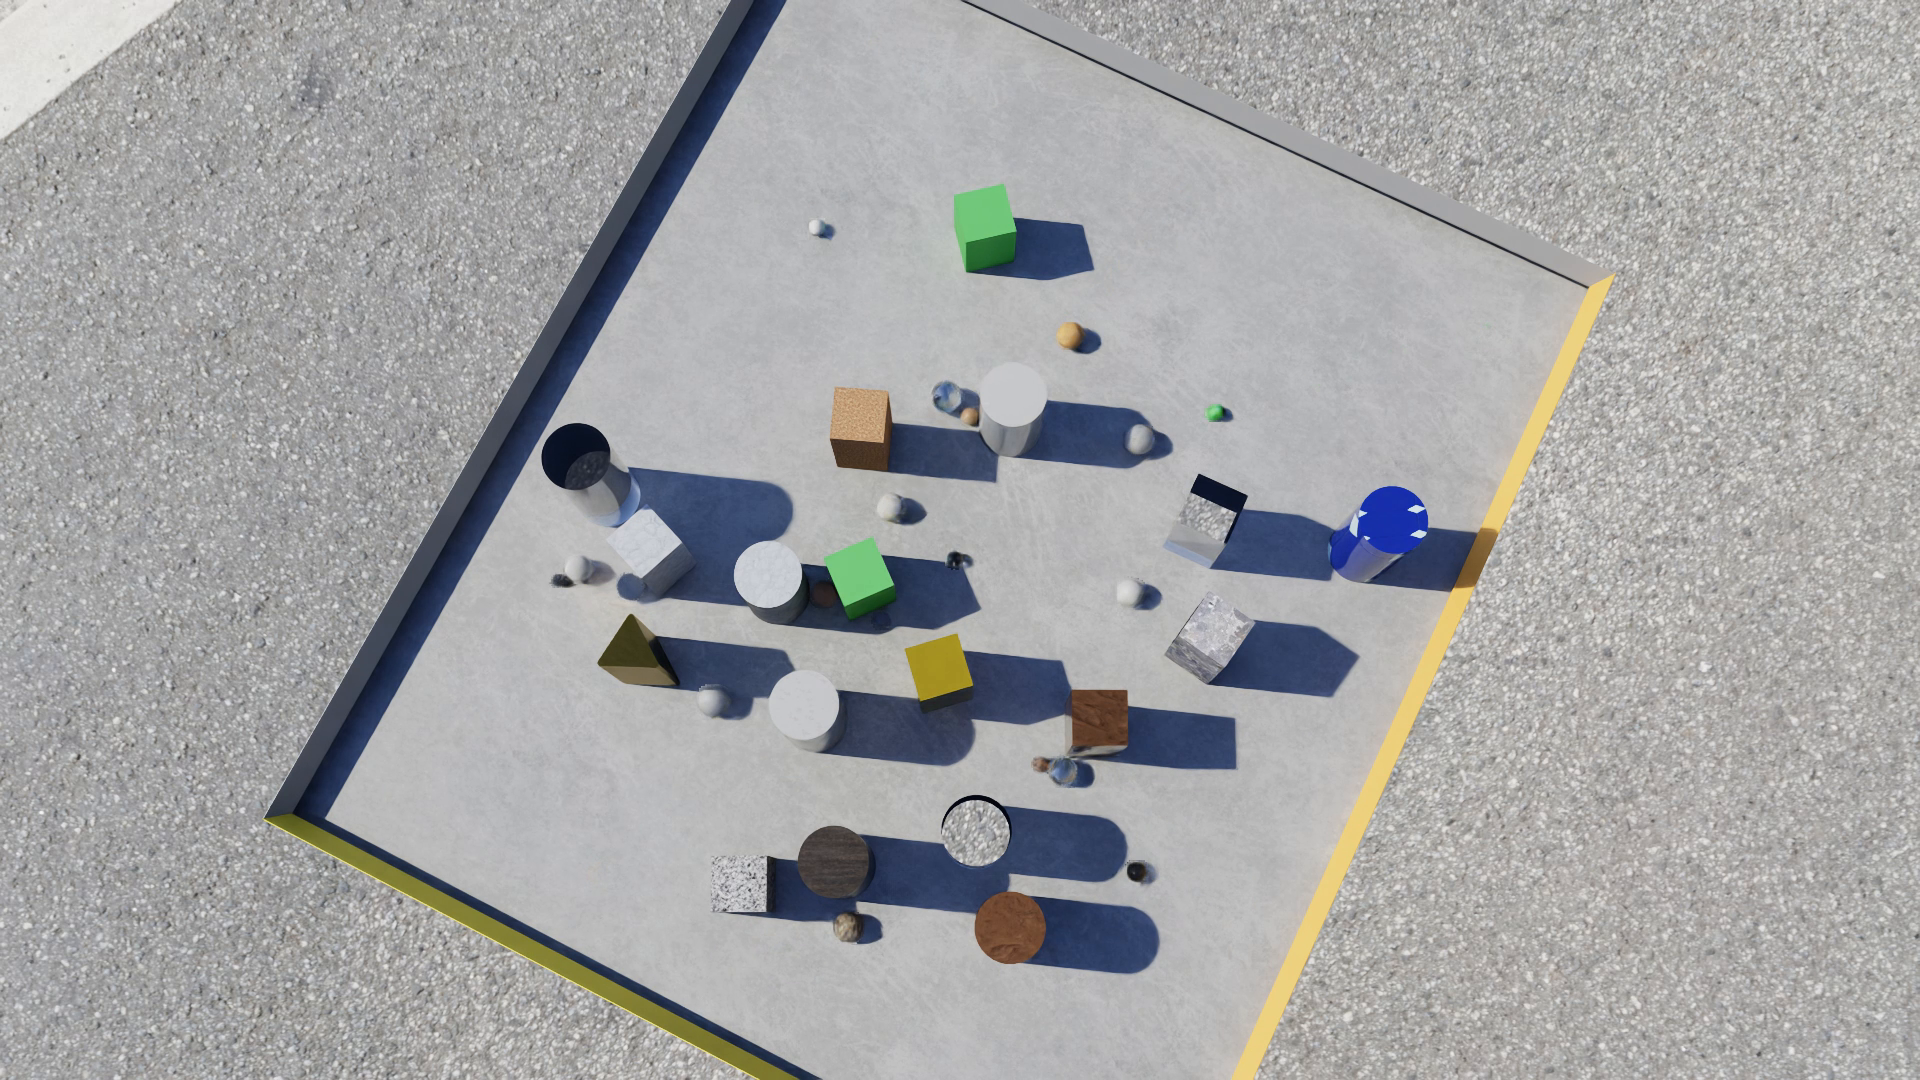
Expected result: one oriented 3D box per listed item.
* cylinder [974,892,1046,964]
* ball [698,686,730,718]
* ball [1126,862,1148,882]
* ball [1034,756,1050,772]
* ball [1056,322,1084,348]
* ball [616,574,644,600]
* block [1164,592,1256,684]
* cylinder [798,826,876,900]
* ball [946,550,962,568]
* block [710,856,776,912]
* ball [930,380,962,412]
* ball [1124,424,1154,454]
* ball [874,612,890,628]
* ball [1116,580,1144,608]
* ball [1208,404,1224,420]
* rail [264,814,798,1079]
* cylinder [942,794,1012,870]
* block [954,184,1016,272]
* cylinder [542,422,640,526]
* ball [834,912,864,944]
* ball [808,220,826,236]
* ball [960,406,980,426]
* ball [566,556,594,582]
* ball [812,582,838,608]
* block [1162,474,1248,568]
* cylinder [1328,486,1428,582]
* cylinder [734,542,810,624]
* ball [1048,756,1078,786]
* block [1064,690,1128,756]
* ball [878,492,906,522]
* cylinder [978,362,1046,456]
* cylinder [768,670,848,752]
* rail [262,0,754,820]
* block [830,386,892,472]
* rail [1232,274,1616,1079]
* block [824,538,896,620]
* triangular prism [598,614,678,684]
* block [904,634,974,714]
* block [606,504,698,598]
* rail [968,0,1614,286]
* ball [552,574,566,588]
[{"bbox_3d":[0.138,1.100,5.205,0.196,0.361,0.196,0,78,0],"label":"cylinder"},{"bbox_3d":[-0.734,0.481,5.468,0.096,0.096,0.096,0,78,0],"label":"ball"},{"bbox_3d":[0.519,0.975,5.384,0.061,0.061,0.061,0,78,0],"label":"ball"},{"bbox_3d":[0.244,0.668,5.453,0.049,0.049,0.049,0,78,0],"label":"ball"},{"bbox_3d":[0.344,-0.638,5.705,0.086,0.086,0.086,0,78,0],"label":"ball"},{"bbox_3d":[-0.997,0.142,5.545,0.082,0.082,0.082,0,78,0],"label":"ball"},{"bbox_3d":[0.725,0.290,5.358,0.157,0.388,0.157,35,80,7],"label":"block"},{"bbox_3d":[-0.347,0.922,5.217,0.196,0.409,0.196,0,78,0],"label":"cylinder"},{"bbox_3d":[-0.017,0.058,5.579,0.051,0.051,0.051,0,78,0],"label":"ball"},{"bbox_3d":[-0.624,0.994,5.285,0.157,0.246,0.157,-1,78,0],"label":"block"},{"bbox_3d":[-0.043,-0.442,5.658,0.098,0.098,0.098,0,78,0],"label":"ball"},{"bbox_3d":[0.551,-0.309,5.633,0.094,0.094,0.094,0,78,0],"label":"ball"},{"bbox_3d":[-0.235,0.242,5.540,0.052,0.052,0.052,0,78,0],"label":"ball"},{"bbox_3d":[0.516,0.161,5.540,0.086,0.086,0.086,0,78,0],"label":"ball"},{"bbox_3d":[0.792,-0.396,5.672,0.051,0.051,0.051,0,78,0],"label":"ball"},{"bbox_3d":[-0.728,1.433,5.254,2.877,0.127,0.045,26,80,5],"label":"rail"},{"bbox_3d":[0.046,0.841,5.257,0.196,0.364,0.196,0,78,0],"label":"cylinder"},{"bbox_3d":[0.076,-0.964,5.682,0.157,0.263,0.157,-13,79,-3],"label":"block"},{"bbox_3d":[-1.083,-0.186,5.405,0.196,0.490,0.196,0,78,0],"label":"cylinder"},{"bbox_3d":[-0.326,1.129,5.338,0.088,0.088,0.088,0,78,0],"label":"ball"},{"bbox_3d":[-0.452,-0.988,5.794,0.052,0.052,0.052,0,78,0],"label":"ball"},{"bbox_3d":[0.031,-0.383,5.666,0.058,0.058,0.058,0,78,0],"label":"ball"},{"bbox_3d":[-1.155,0.089,5.556,0.082,0.082,0.082,0,78,0],"label":"ball"},{"bbox_3d":[-0.410,0.165,5.543,0.077,0.077,0.077,0,78,0],"label":"ball"},{"bbox_3d":[0.724,-0.052,5.435,0.157,0.377,0.157,25,79,5],"label":"block"},{"bbox_3d":[1.223,-0.011,5.389,0.196,0.451,0.196,0,78,0],"label":"cylinder"},{"bbox_3d":[-0.554,0.130,5.434,0.196,0.305,0.196,0,78,0],"label":"cylinder"},{"bbox_3d":[0.305,0.686,5.430,0.086,0.086,0.086,0,78,0],"label":"ball"},{"bbox_3d":[0.393,0.535,5.318,0.157,0.368,0.157,0,78,0],"label":"block"},{"bbox_3d":[-0.208,-0.100,5.592,0.089,0.089,0.089,0,78,0],"label":"ball"},{"bbox_3d":[0.156,-0.388,5.515,0.196,0.357,0.196,0,78,0],"label":"cylinder"},{"bbox_3d":[-0.436,0.500,5.311,0.196,0.395,0.196,0,78,0],"label":"cylinder"},{"bbox_3d":[-1.266,-0.613,5.677,0.045,0.127,3.303,26,80,5],"label":"rail"},{"bbox_3d":[-0.294,-0.330,5.508,0.157,0.347,0.157,5,78,1],"label":"block"},{"bbox_3d":[1.266,0.626,5.421,0.045,0.127,3.303,26,80,5],"label":"rail"},{"bbox_3d":[-0.295,0.118,5.456,0.157,0.266,0.157,-23,79,-5],"label":"block"},{"bbox_3d":[-0.929,0.320,5.345,0.170,0.403,0.147,2,78,0],"label":"triangular prism"},{"bbox_3d":[-0.060,0.394,5.368,0.157,0.328,0.157,-17,79,-3],"label":"block"},{"bbox_3d":[-0.913,0.035,5.448,0.157,0.316,0.157,-42,81,-8],"label":"block"},{"bbox_3d":[0.728,-1.419,5.844,2.877,0.127,0.045,26,80,5],"label":"rail"},{"bbox_3d":[-1.219,0.123,5.570,0.041,0.041,0.041,0,78,0],"label":"ball"}]
